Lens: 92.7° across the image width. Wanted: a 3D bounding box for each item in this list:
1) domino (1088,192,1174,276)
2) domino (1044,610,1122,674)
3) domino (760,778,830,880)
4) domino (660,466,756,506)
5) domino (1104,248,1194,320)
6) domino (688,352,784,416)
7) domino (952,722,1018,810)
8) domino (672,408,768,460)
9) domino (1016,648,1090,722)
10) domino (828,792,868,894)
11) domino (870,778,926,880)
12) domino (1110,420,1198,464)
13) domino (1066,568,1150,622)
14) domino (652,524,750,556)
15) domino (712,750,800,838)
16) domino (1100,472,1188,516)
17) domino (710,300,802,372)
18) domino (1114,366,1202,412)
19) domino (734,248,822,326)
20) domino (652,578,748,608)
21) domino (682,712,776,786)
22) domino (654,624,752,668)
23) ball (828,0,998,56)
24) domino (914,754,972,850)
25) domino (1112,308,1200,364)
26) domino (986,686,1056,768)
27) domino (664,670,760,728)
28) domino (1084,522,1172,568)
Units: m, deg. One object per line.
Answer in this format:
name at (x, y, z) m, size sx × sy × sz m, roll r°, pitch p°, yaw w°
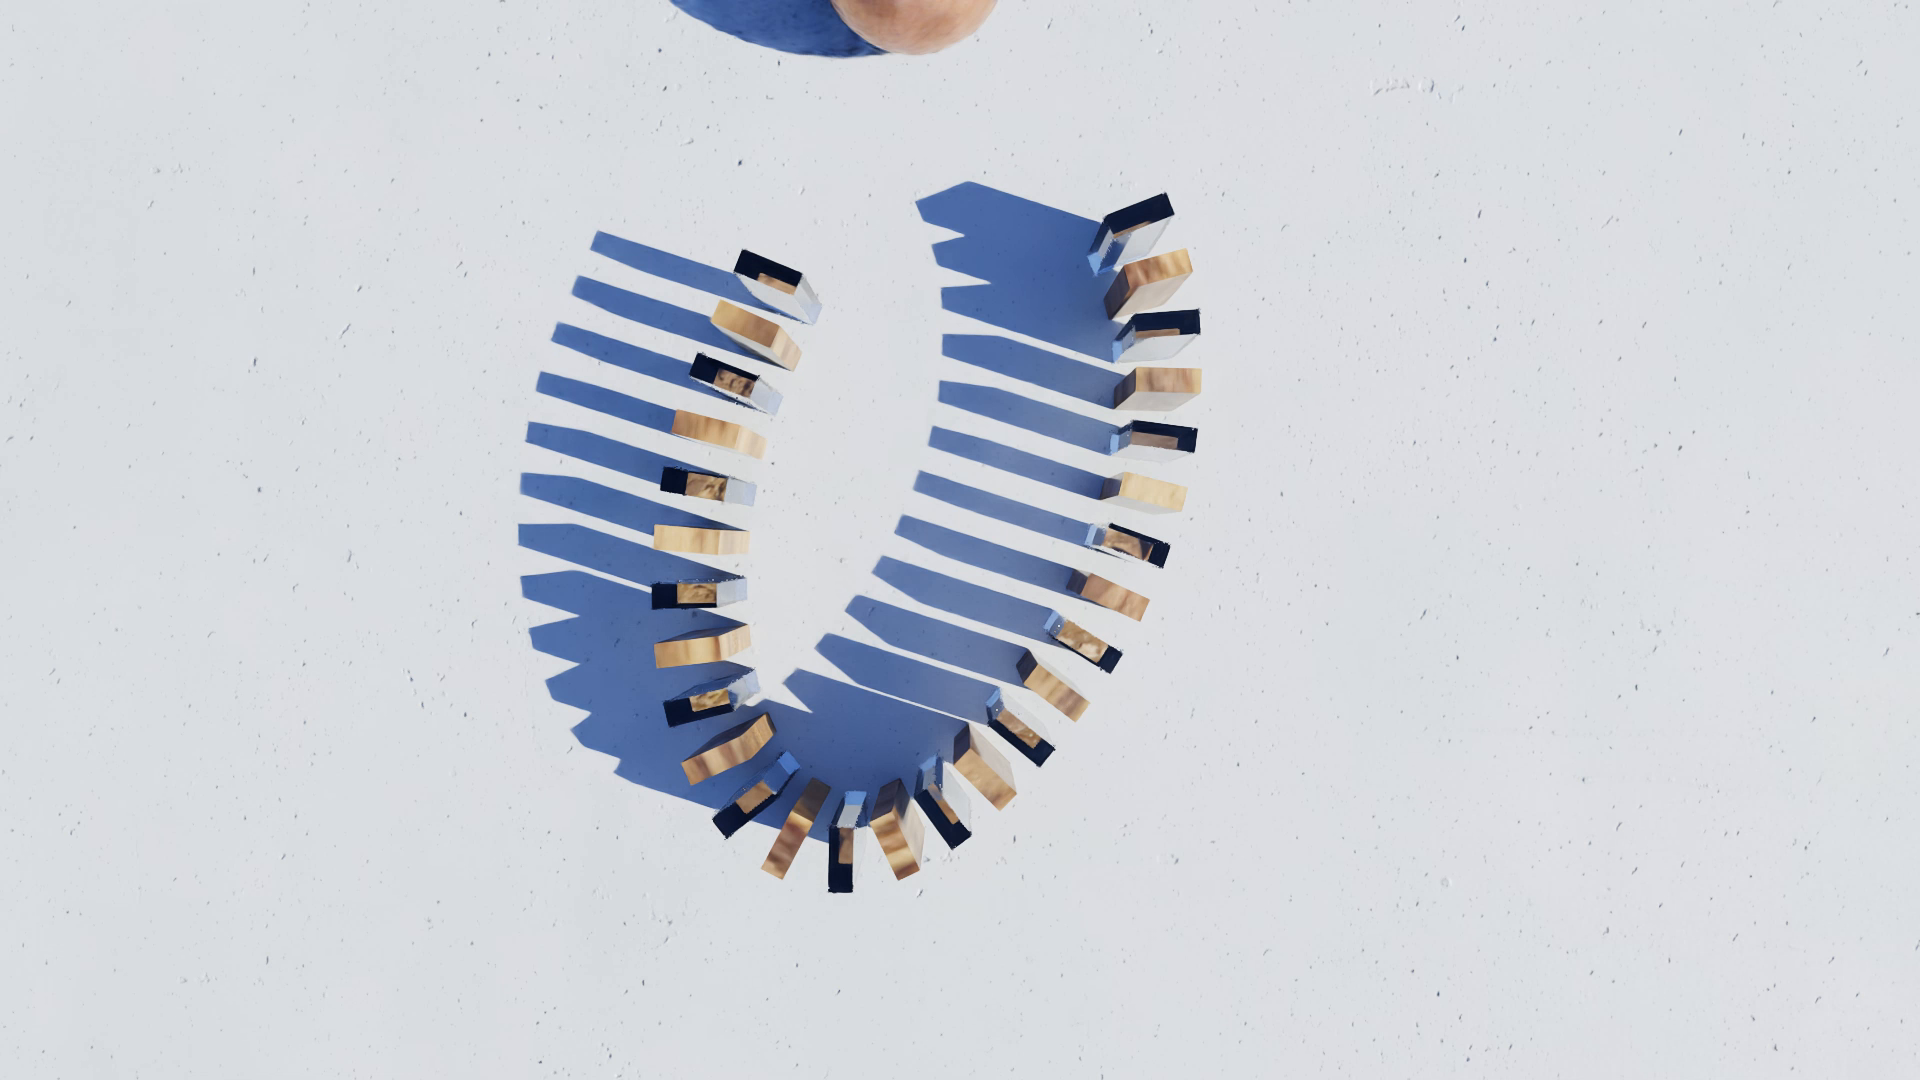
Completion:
domino at (0.069, -0.124, 0.375) m, size 0.025 × 0.050 × 0.010 m, roll -21°, pitch 90°, yaw 0°
domino at (0.049, 0.041, 0.375) m, size 0.025 × 0.050 × 0.010 m, roll 32°, pitch 90°, yaw 0°
domino at (-0.066, 0.117, 0.375) m, size 0.009 × 0.050 × 0.025 m, roll 28°, pitch 90°, yaw 0°
domino at (-0.102, -0.021, 0.375) m, size 0.025 × 0.050 × 0.010 m, roll 10°, pitch 90°, yaw 0°
domino at (0.076, -0.104, 0.375) m, size 0.025 × 0.050 × 0.010 m, roll -15°, pitch 90°, yaw 0°
domino at (-0.090, -0.063, 0.375) m, size 0.025 × 0.050 × 0.009 m, roll 21°, pitch 90°, yaw 0°
domino at (0.010, 0.092, 0.375) m, size 0.025 × 0.050 × 0.009 m, roll 44°, pitch 90°, yaw 0°
domino at (-0.097, -0.042, 0.375) m, size 0.025 × 0.050 × 0.009 m, roll 14°, pitch 90°, yaw 0°
domino at (0.037, 0.059, 0.375) m, size 0.025 × 0.050 × 0.009 m, roll 37°, pitch 90°, yaw 0°
domino at (-0.046, 0.122, 0.375) m, size 0.009 × 0.050 × 0.025 m, roll 1°, pitch 90°, yaw 0°
domino at (-0.025, 0.117, 0.375) m, size 0.010 × 0.050 × 0.025 m, roll -26°, pitch 90°, yaw 0°
domino at (0.078, -0.040, 0.375) m, size 0.025 × 0.050 × 0.009 m, roll 8°, pitch 90°, yaw 0°
domino at (0.059, 0.022, 0.375) m, size 0.025 × 0.050 × 0.010 m, roll 24°, pitch 90°, yaw 0°
domino at (-0.104, 0.000, 0.375) m, size 0.025 × 0.050 × 0.009 m, roll 5°, pitch 90°, yaw 0°
domino at (-0.082, 0.103, 0.375) m, size 0.025 × 0.050 × 0.009 m, roll -38°, pitch 90°, yaw 0°
domino at (0.074, -0.019, 0.375) m, size 0.025 × 0.050 × 0.010 m, roll 15°, pitch 90°, yaw 0°
domino at (-0.082, -0.083, 0.375) m, size 0.025 × 0.050 × 0.009 m, roll 24°, pitch 90°, yaw 0°
domino at (0.080, -0.061, 0.375) m, size 0.025 × 0.050 × 0.009 m, roll 2°, pitch 90°, yaw 0°
domino at (-0.073, -0.102, 0.375) m, size 0.025 × 0.050 × 0.010 m, roll 22°, pitch 90°, yaw 0°
domino at (-0.105, 0.021, 0.375) m, size 0.025 × 0.050 × 0.009 m, roll -1°, pitch 90°, yaw 0°
domino at (-0.093, 0.084, 0.375) m, size 0.025 × 0.050 × 0.009 m, roll -24°, pitch 90°, yaw 0°
domino at (-0.104, 0.043, 0.375) m, size 0.025 × 0.050 × 0.009 m, roll -7°, pitch 90°, yaw 0°
ball at (-0.019, -0.236, 0.360) m, size 0.080 × 0.080 × 0.080 m, roll 0°, pitch 90°, yaw 0°
domino at (-0.007, 0.106, 0.375) m, size 0.010 × 0.050 × 0.025 m, roll -36°, pitch 90°, yaw 0°
domino at (0.079, -0.083, 0.375) m, size 0.025 × 0.050 × 0.009 m, roll -4°, pitch 90°, yaw 0°
domino at (0.024, 0.076, 0.375) m, size 0.025 × 0.050 × 0.010 m, roll 39°, pitch 90°, yaw 0°
domino at (-0.100, 0.064, 0.375) m, size 0.025 × 0.050 × 0.010 m, roll -14°, pitch 90°, yaw 0°
domino at (0.067, 0.002, 0.375) m, size 0.025 × 0.050 × 0.009 m, roll 20°, pitch 90°, yaw 0°
